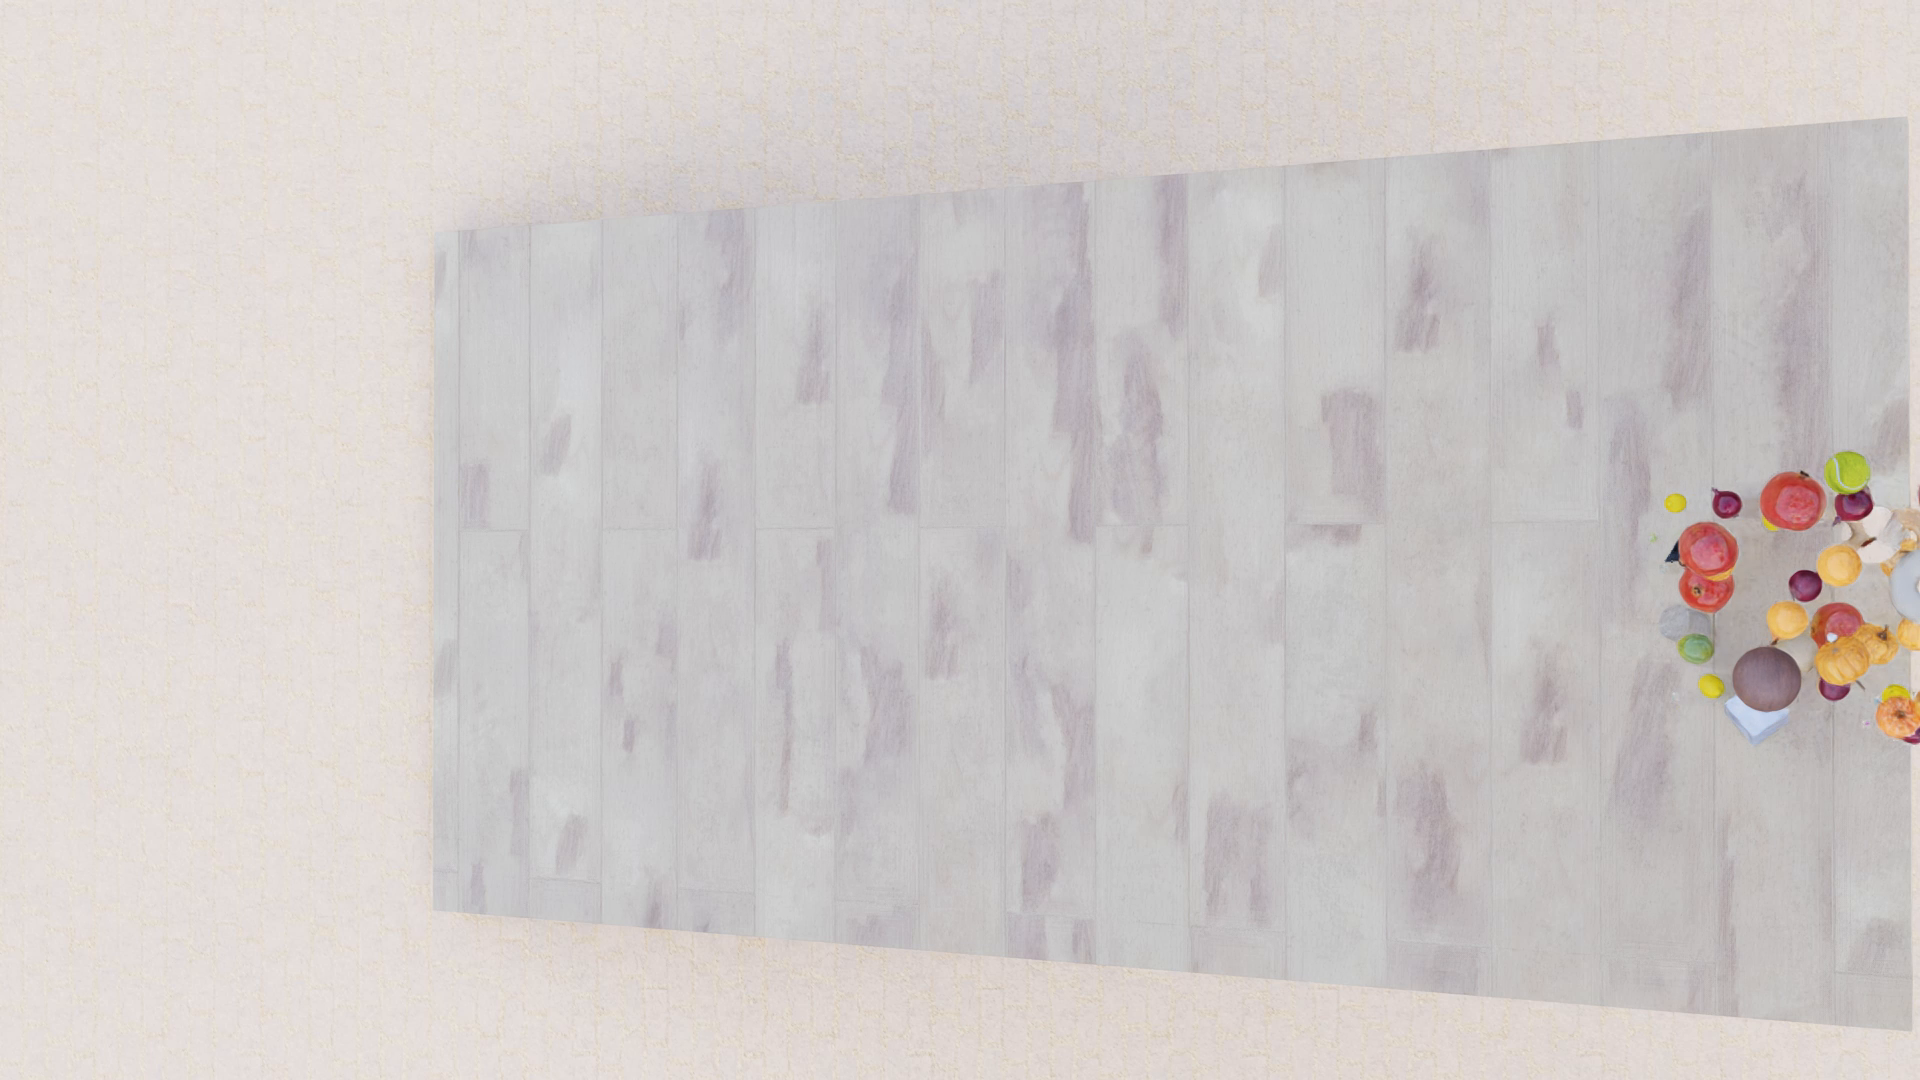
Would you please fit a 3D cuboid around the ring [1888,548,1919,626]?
[{"bbox_3d":[1.607,0.077,3.634,0.136,0.045,0.136,-6,77,28],"label":"ring"}]

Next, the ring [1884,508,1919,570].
[{"bbox_3d":[1.646,0.000,3.824,0.114,0.038,0.114,2,93,43],"label":"ring"}]

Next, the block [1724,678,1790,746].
[{"bbox_3d":[1.766,0.382,4.872,0.096,0.096,0.096,-37,64,6],"label":"block"}]

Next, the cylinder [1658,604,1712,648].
[{"bbox_3d":[1.629,0.193,4.940,0.081,0.081,0.081,18,89,-33],"label":"cylinder"}]

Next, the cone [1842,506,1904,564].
[{"bbox_3d":[1.549,-0.005,3.728,0.099,0.099,0.099,2,95,19],"label":"cone"}]

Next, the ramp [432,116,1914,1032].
[{"bbox_3d":[0.282,0.082,5.692,4.000,0.100,2.000,0,89,25],"label":"ramp"}]

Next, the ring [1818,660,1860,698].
[{"bbox_3d":[1.850,0.292,4.631,0.032,0.095,0.095,43,90,-11],"label":"ring"}]

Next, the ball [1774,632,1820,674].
[{"bbox_3d":[1.735,0.235,4.560,0.088,0.088,0.088,0,89,0],"label":"ball"}]
